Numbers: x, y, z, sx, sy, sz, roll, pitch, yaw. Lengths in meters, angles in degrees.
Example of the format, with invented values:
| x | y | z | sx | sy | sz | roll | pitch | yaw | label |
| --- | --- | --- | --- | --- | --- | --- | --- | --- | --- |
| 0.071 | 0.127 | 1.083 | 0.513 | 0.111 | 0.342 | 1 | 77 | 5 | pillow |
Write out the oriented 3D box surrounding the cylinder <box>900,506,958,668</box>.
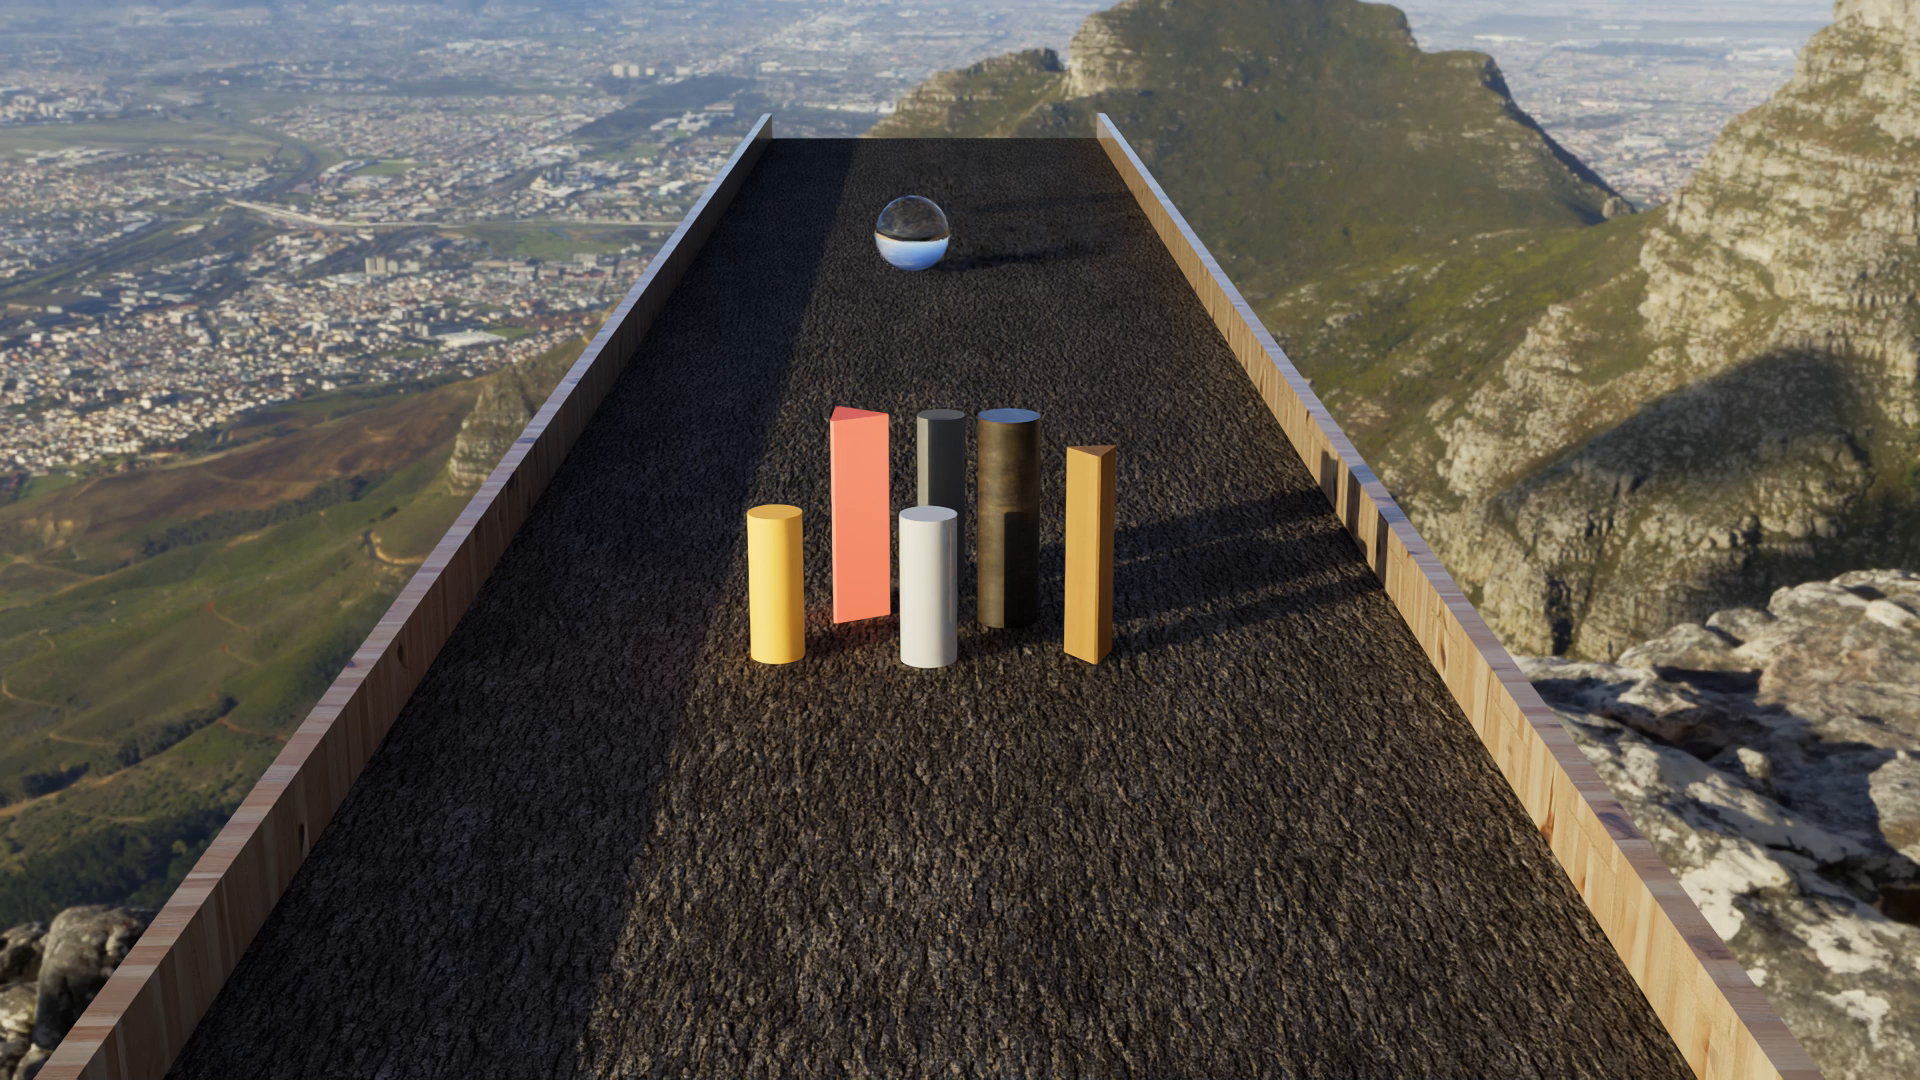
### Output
| x | y | z | sx | sy | sz | roll | pitch | yaw | label |
| --- | --- | --- | --- | --- | --- | --- | --- | --- | --- |
| -0.063 | 0.093 | 4.384 | 0.115 | 0.302 | 0.115 | 0 | 17 | 0 | cylinder |

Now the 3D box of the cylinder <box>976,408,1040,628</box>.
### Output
| x | y | z | sx | sy | sz | roll | pitch | yaw | label |
| --- | --- | --- | --- | --- | --- | --- | --- | --- | --- |
| 0.101 | -0.045 | 4.604 | 0.131 | 0.442 | 0.131 | 0 | 17 | 0 | cylinder |

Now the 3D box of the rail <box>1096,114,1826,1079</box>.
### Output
| x | y | z | sx | sy | sz | roll | pitch | yaw | label |
| --- | --- | --- | --- | --- | --- | --- | --- | --- | --- |
| 0.932 | -0.844 | 7.801 | 0.050 | 0.150 | 12.000 | 0 | 17 | -1 | rail |

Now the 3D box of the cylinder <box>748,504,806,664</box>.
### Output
| x | y | z | sx | sy | sz | roll | pitch | yaw | label |
| --- | --- | --- | --- | --- | --- | --- | --- | --- | --- |
| -0.367 | 0.088 | 4.404 | 0.109 | 0.300 | 0.109 | 0 | 17 | 0 | cylinder |

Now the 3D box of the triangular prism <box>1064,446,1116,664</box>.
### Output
| x | y | z | sx | sy | sz | roll | pitch | yaw | label |
| --- | --- | --- | --- | --- | --- | --- | --- | --- | --- |
| 0.275 | 0.025 | 4.392 | 0.084 | 0.428 | 0.097 | -12 | 21 | -36 | triangular prism |

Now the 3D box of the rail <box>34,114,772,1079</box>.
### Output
| x | y | z | sx | sy | sz | roll | pitch | yaw | label |
| --- | --- | --- | --- | --- | --- | --- | --- | --- | --- |
| -1.118 | -0.838 | 7.780 | 0.050 | 0.150 | 12.000 | 0 | 17 | -1 | rail |

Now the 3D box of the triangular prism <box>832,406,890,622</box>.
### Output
| x | y | z | sx | sy | sz | roll | pitch | yaw | label |
| --- | --- | --- | --- | --- | --- | --- | --- | --- | --- |
| -0.232 | -0.058 | 4.653 | 0.131 | 0.438 | 0.113 | -9 | 19 | -27 | triangular prism |

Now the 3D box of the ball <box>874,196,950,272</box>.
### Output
| x | y | z | sx | sy | sz | roll | pitch | yaw | label |
| --- | --- | --- | --- | --- | --- | --- | --- | --- | --- |
| -0.192 | -1.230 | 8.833 | 0.302 | 0.302 | 0.302 | 0 | 17 | 0 | ball |

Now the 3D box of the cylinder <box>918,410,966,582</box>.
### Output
| x | y | z | sx | sy | sz | roll | pitch | yaw | label |
| --- | --- | --- | --- | --- | --- | --- | --- | --- | --- |
| -0.041 | -0.095 | 4.886 | 0.106 | 0.376 | 0.106 | 0 | 17 | 0 | cylinder |
